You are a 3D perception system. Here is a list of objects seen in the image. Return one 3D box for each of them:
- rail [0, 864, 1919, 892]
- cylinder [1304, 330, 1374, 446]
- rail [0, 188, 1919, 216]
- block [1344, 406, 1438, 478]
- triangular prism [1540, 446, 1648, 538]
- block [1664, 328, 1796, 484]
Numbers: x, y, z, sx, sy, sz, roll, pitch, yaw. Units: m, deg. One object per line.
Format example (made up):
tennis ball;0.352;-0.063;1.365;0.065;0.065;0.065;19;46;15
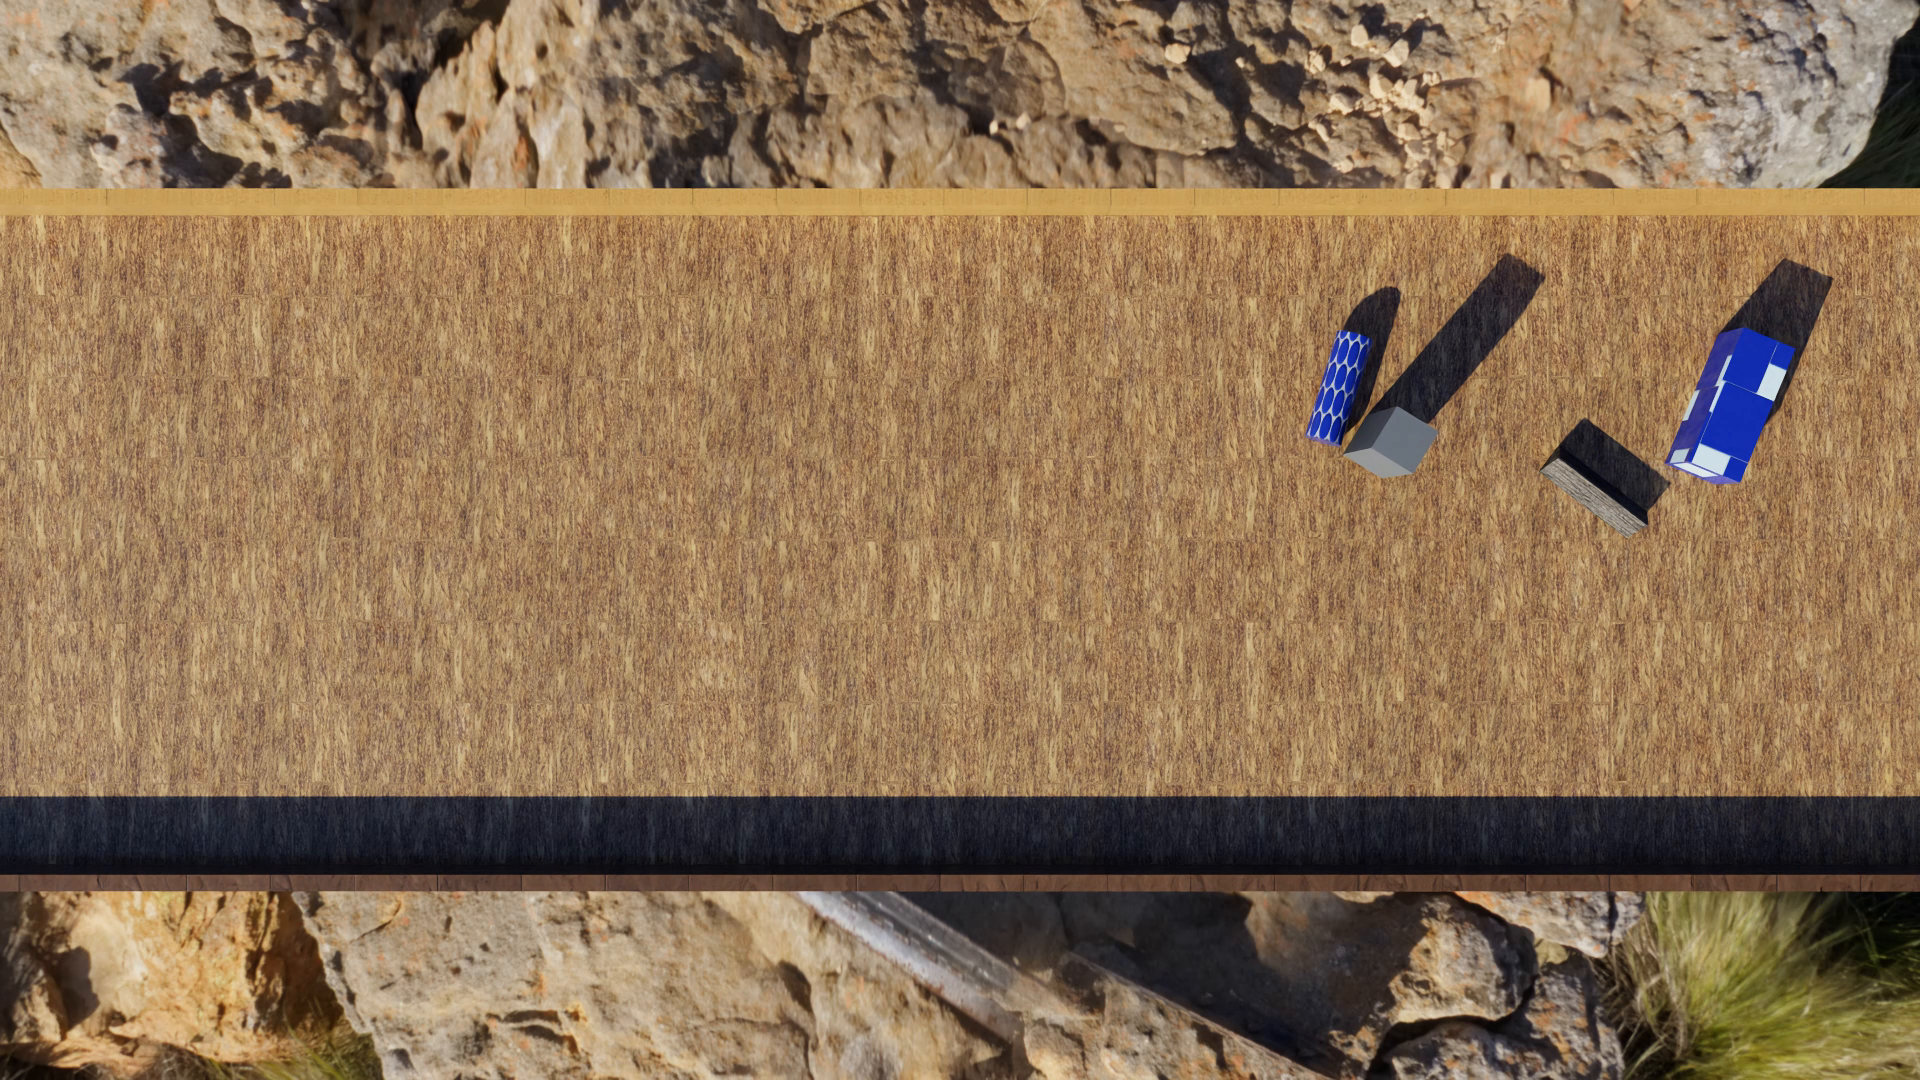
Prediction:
rail;-2.247;1.025;5.001;12.000;0.150;0.050;0;90;0
cylinder;1.153;-0.460;5.020;0.113;0.113;0.333;17;90;0
rail;-2.247;-1.025;5.002;12.000;0.150;0.050;0;90;0
block;1.275;-0.287;4.899;0.141;0.355;0.141;32;90;0
triangular prism;1.946;-0.149;5.030;0.337;0.089;0.102;37;90;0
block;2.328;-0.402;4.993;0.167;0.167;0.432;23;90;0
